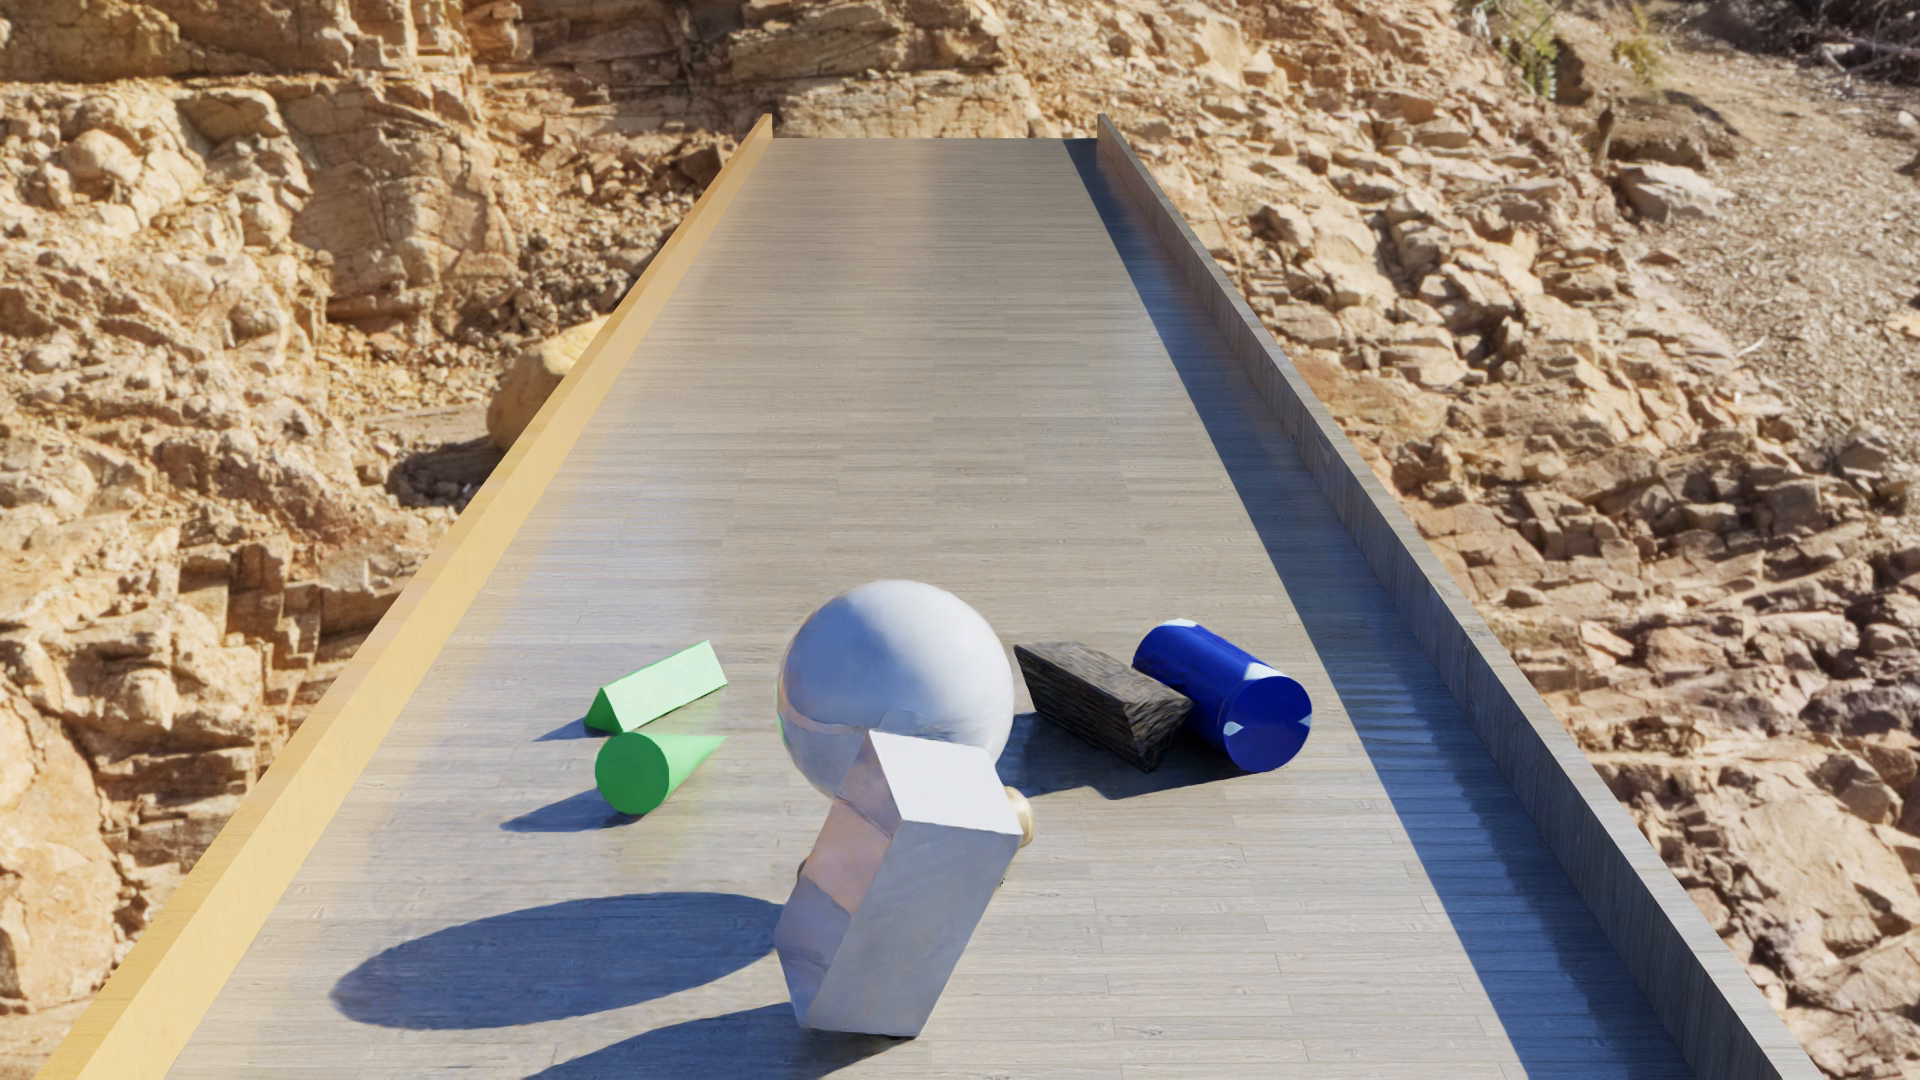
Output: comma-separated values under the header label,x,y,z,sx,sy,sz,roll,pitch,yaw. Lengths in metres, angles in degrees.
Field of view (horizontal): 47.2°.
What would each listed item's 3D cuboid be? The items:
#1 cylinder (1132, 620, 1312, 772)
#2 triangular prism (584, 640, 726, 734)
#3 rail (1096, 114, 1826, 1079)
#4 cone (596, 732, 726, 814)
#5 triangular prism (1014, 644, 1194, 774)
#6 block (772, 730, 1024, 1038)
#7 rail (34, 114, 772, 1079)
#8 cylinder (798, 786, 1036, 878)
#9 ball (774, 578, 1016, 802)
label,x,y,z,sx,sy,sz,roll,pitch,yaw
cylinder,0.469,0.278,3.980,0.179,0.179,0.337,-7,18,-23
triangular prism,-0.574,0.271,4.162,0.096,0.083,0.309,10,19,30
rail,0.932,-0.844,7.801,0.050,0.150,12.000,0,17,-1
cone,-0.487,0.375,3.845,0.140,0.140,0.366,6,6,19
triangular prism,0.235,0.271,3.963,0.132,0.152,0.356,36,-6,-34
block,-0.088,0.460,2.917,0.174,0.365,0.174,11,30,-26
rail,-1.118,-0.838,7.780,0.050,0.150,12.000,0,17,-1
cylinder,-0.063,0.485,3.417,0.402,0.102,0.102,-15,22,-40
ball,-0.098,0.238,3.302,0.360,0.360,0.360,0,17,0
